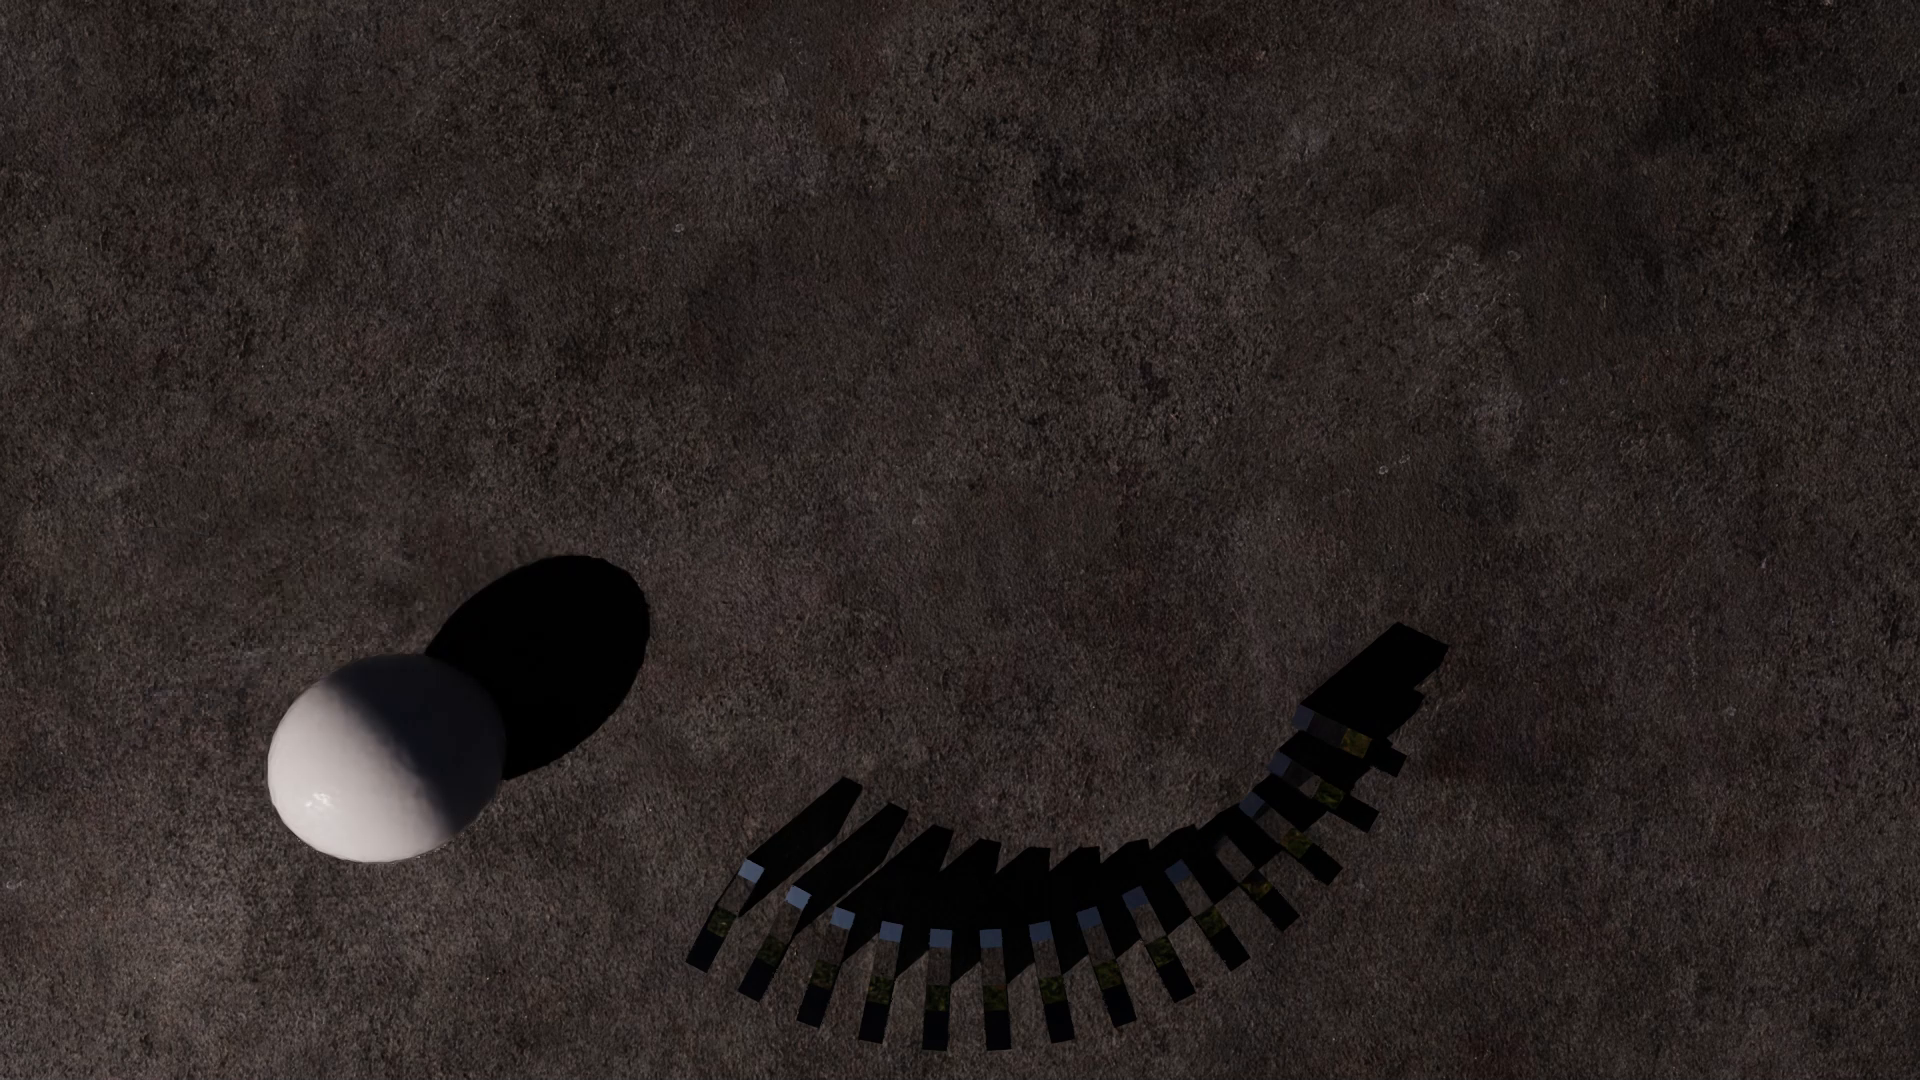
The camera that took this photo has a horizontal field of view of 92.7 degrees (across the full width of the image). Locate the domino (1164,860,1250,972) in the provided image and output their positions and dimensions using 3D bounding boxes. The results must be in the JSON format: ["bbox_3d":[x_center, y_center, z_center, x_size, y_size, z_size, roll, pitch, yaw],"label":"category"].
[{"bbox_3d":[0.100,0.152,0.375,0.010,0.050,0.025,-35,90,0],"label":"domino"}]

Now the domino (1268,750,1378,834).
[{"bbox_3d":[0.147,0.102,0.375,0.025,0.050,0.010,29,90,0],"label":"domino"}]

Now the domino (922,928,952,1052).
[{"bbox_3d":[-0.009,0.183,0.375,0.009,0.050,0.025,4,90,0],"label":"domino"}]

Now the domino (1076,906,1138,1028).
[{"bbox_3d":[0.059,0.173,0.375,0.010,0.050,0.025,-19,90,0],"label":"domino"}]

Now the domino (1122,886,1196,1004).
[{"bbox_3d":[0.080,0.164,0.375,0.009,0.050,0.025,-27,90,0],"label":"domino"}]

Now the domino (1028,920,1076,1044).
[{"bbox_3d":[0.037,0.179,0.375,0.010,0.050,0.025,-12,90,0],"label":"domino"}]

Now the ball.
[{"bbox_3d":[-0.222,0.085,0.360,0.080,0.080,0.080,0,90,0],"label":"ball"}]

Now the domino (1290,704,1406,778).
[{"bbox_3d":[0.158,0.081,0.375,0.025,0.050,0.010,25,90,0],"label":"domino"}]

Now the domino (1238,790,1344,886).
[{"bbox_3d":[0.134,0.121,0.375,0.025,0.050,0.009,40,90,0],"label":"domino"}]

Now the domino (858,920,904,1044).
[{"bbox_3d":[-0.032,0.179,0.375,0.009,0.050,0.025,12,90,0],"label":"domino"}]

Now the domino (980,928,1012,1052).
[{"bbox_3d":[0.014,0.182,0.375,0.010,0.050,0.025,-4,90,0],"label":"domino"}]

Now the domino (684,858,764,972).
[{"bbox_3d":[-0.095,0.152,0.375,0.009,0.050,0.025,28,90,0],"label":"domino"}]

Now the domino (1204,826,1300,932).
[{"bbox_3d":[0.118,0.138,0.375,0.009,0.050,0.025,-43,90,0],"label":"domino"}]

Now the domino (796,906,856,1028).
[{"bbox_3d":[-0.054,0.173,0.375,0.009,0.050,0.025,19,90,0],"label":"domino"}]

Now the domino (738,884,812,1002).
[{"bbox_3d":[-0.075,0.164,0.375,0.009,0.050,0.025,28,90,0],"label":"domino"}]
